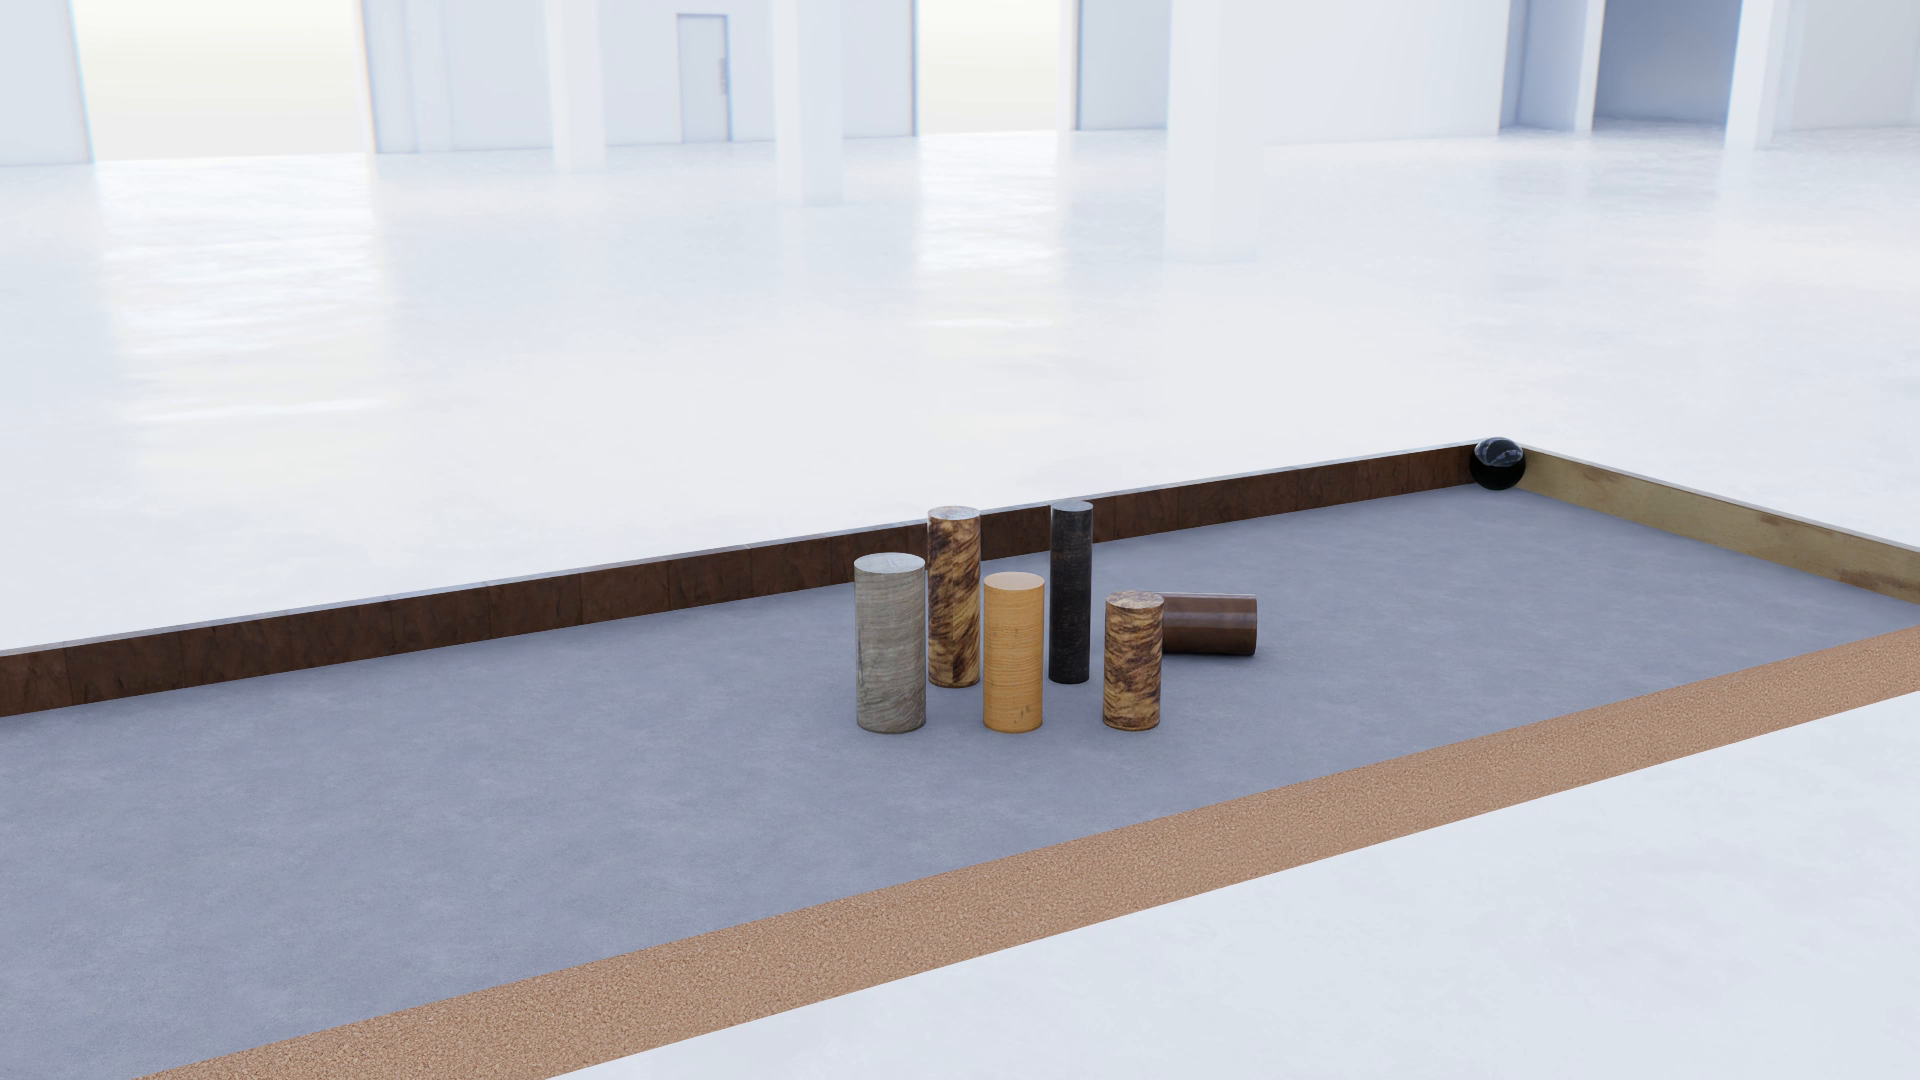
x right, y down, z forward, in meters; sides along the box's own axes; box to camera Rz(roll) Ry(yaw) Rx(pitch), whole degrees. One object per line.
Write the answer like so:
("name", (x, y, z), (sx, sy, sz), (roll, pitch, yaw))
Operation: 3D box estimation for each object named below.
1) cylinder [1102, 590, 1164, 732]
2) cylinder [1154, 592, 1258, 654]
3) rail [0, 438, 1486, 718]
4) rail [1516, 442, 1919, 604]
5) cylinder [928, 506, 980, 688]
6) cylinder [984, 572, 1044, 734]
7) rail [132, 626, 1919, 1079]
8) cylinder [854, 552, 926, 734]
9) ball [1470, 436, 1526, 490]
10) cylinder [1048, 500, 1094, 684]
("cylinder", (0.405, 0.282, 3.859), (0.134, 0.302, 0.134), (0, 16, 0))
("cylinder", (0.601, 0.217, 4.335), (0.340, 0.159, 0.159), (1, 16, 5))
("rail", (-3.305, 0.497, 3.399), (12.000, 0.150, 0.050), (-9, 18, -27))
("rail", (2.466, -0.048, 5.253), (0.050, 0.150, 2.100), (-9, 18, -27))
("cylinder", (-0.015, 0.142, 4.100), (0.131, 0.436, 0.131), (0, 16, 0))
("cylinder", (0.125, 0.262, 3.843), (0.140, 0.350, 0.140), (0, 16, 0))
("rail", (-2.336, 1.006, 1.665), (12.000, 0.150, 0.050), (-9, 18, -27))
("cylinder", (-0.162, 0.240, 3.844), (0.163, 0.391, 0.163), (0, 16, 0))
("ball", (1.937, -0.275, 5.944), (0.196, 0.196, 0.196), (0, 16, 0))
("cylinder", (0.275, 0.131, 4.111), (0.104, 0.449, 0.104), (0, 16, 0))
